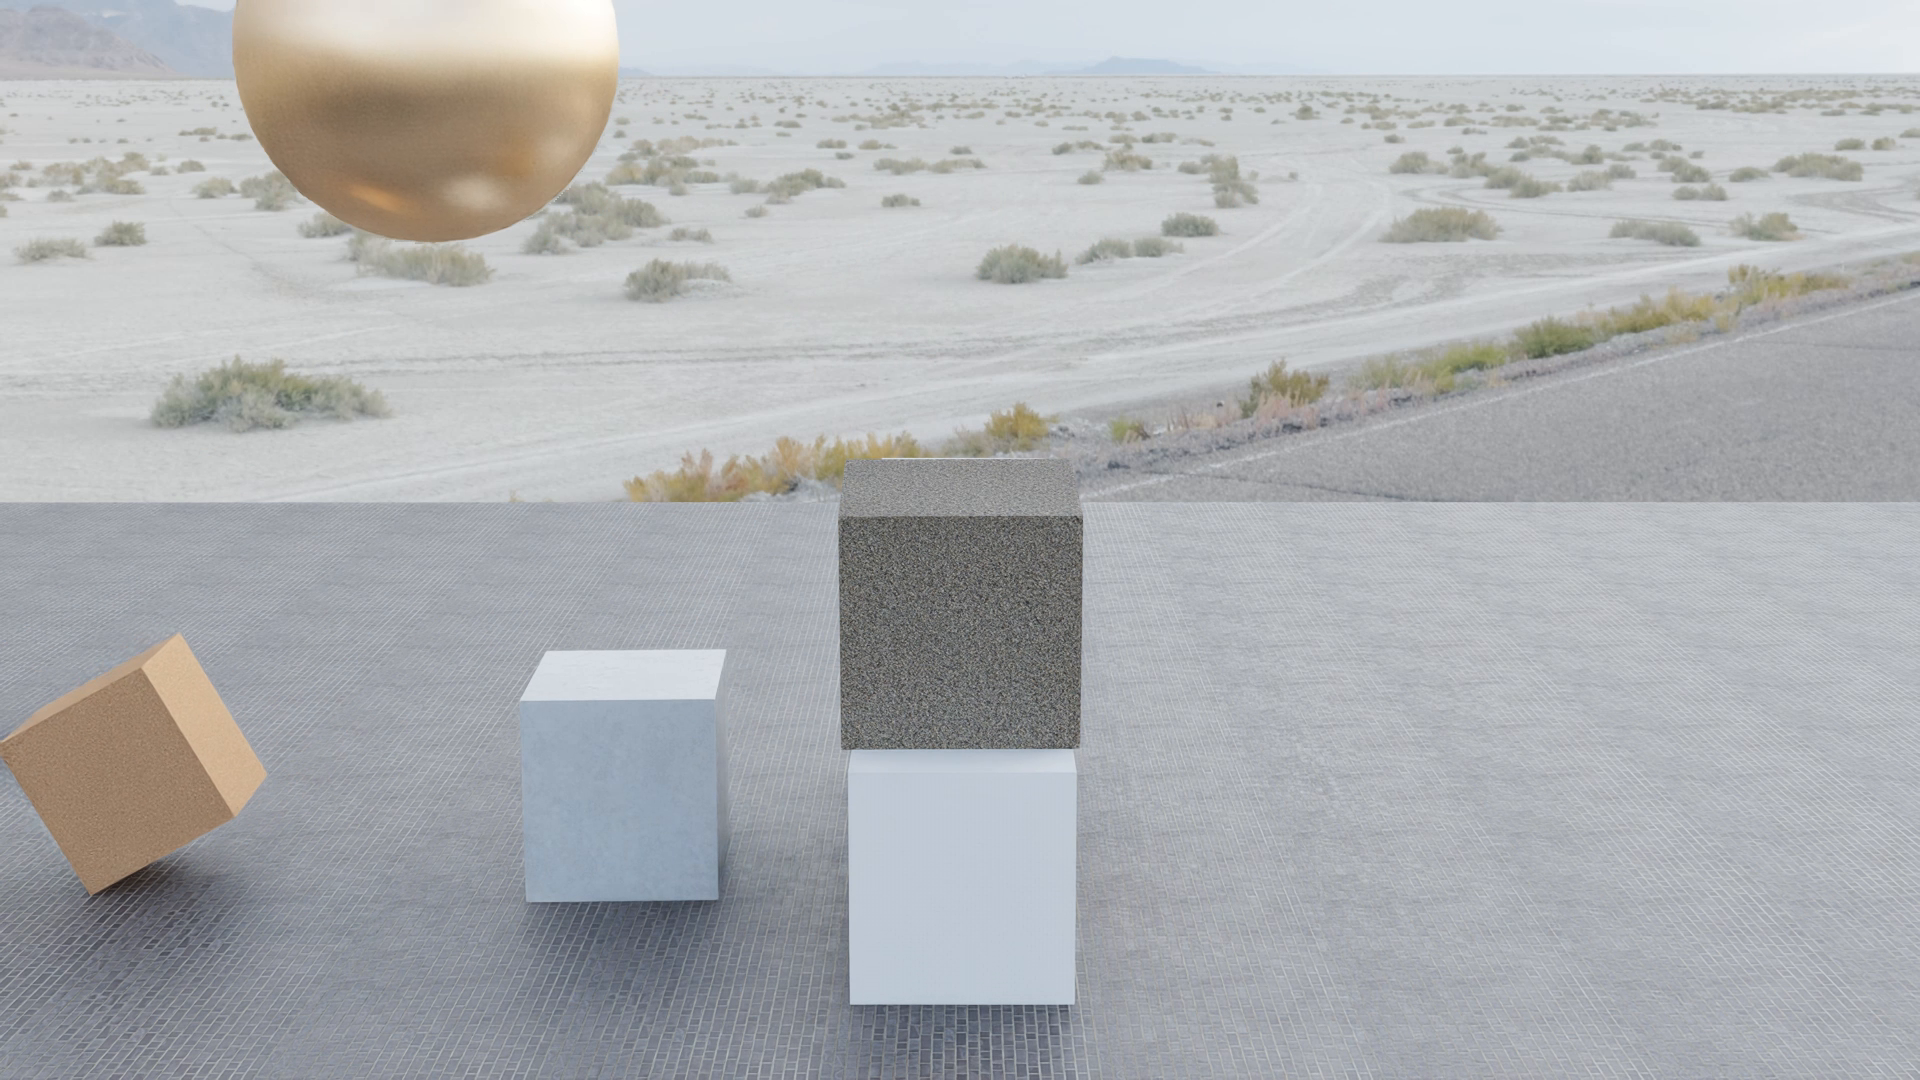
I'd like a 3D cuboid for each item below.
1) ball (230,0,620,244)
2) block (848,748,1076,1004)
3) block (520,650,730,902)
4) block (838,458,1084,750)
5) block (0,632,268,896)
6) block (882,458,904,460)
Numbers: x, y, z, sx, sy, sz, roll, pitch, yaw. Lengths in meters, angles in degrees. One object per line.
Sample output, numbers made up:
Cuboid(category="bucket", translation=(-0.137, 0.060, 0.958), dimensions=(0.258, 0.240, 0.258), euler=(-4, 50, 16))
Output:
Cuboid(category="ball", translation=(-2.240, -2.056, 10.806), dimensions=(1.600, 1.600, 1.600), euler=(0, 10, 0))
Cuboid(category="block", translation=(0.009, 1.233, 10.223), dimensions=(0.859, 0.916, 1.019), euler=(0, 10, 0))
Cuboid(category="block", translation=(-1.470, 1.030, 11.418), dimensions=(0.824, 0.889, 0.953), euler=(0, 10, -2))
Cuboid(category="block", translation=(-0.002, 0.239, 10.292), dimensions=(0.929, 0.937, 0.925), euler=(0, 15, -1))
Cuboid(category="block", translation=(-3.646, 0.979, 11.356), dimensions=(0.717, 0.763, 0.695), euler=(-28, 11, 2))
Cuboid(category="block", translation=(0.011, 0.089, 12.165), dimensions=(0.784, 0.851, 0.761), euler=(0, 10, 1))
